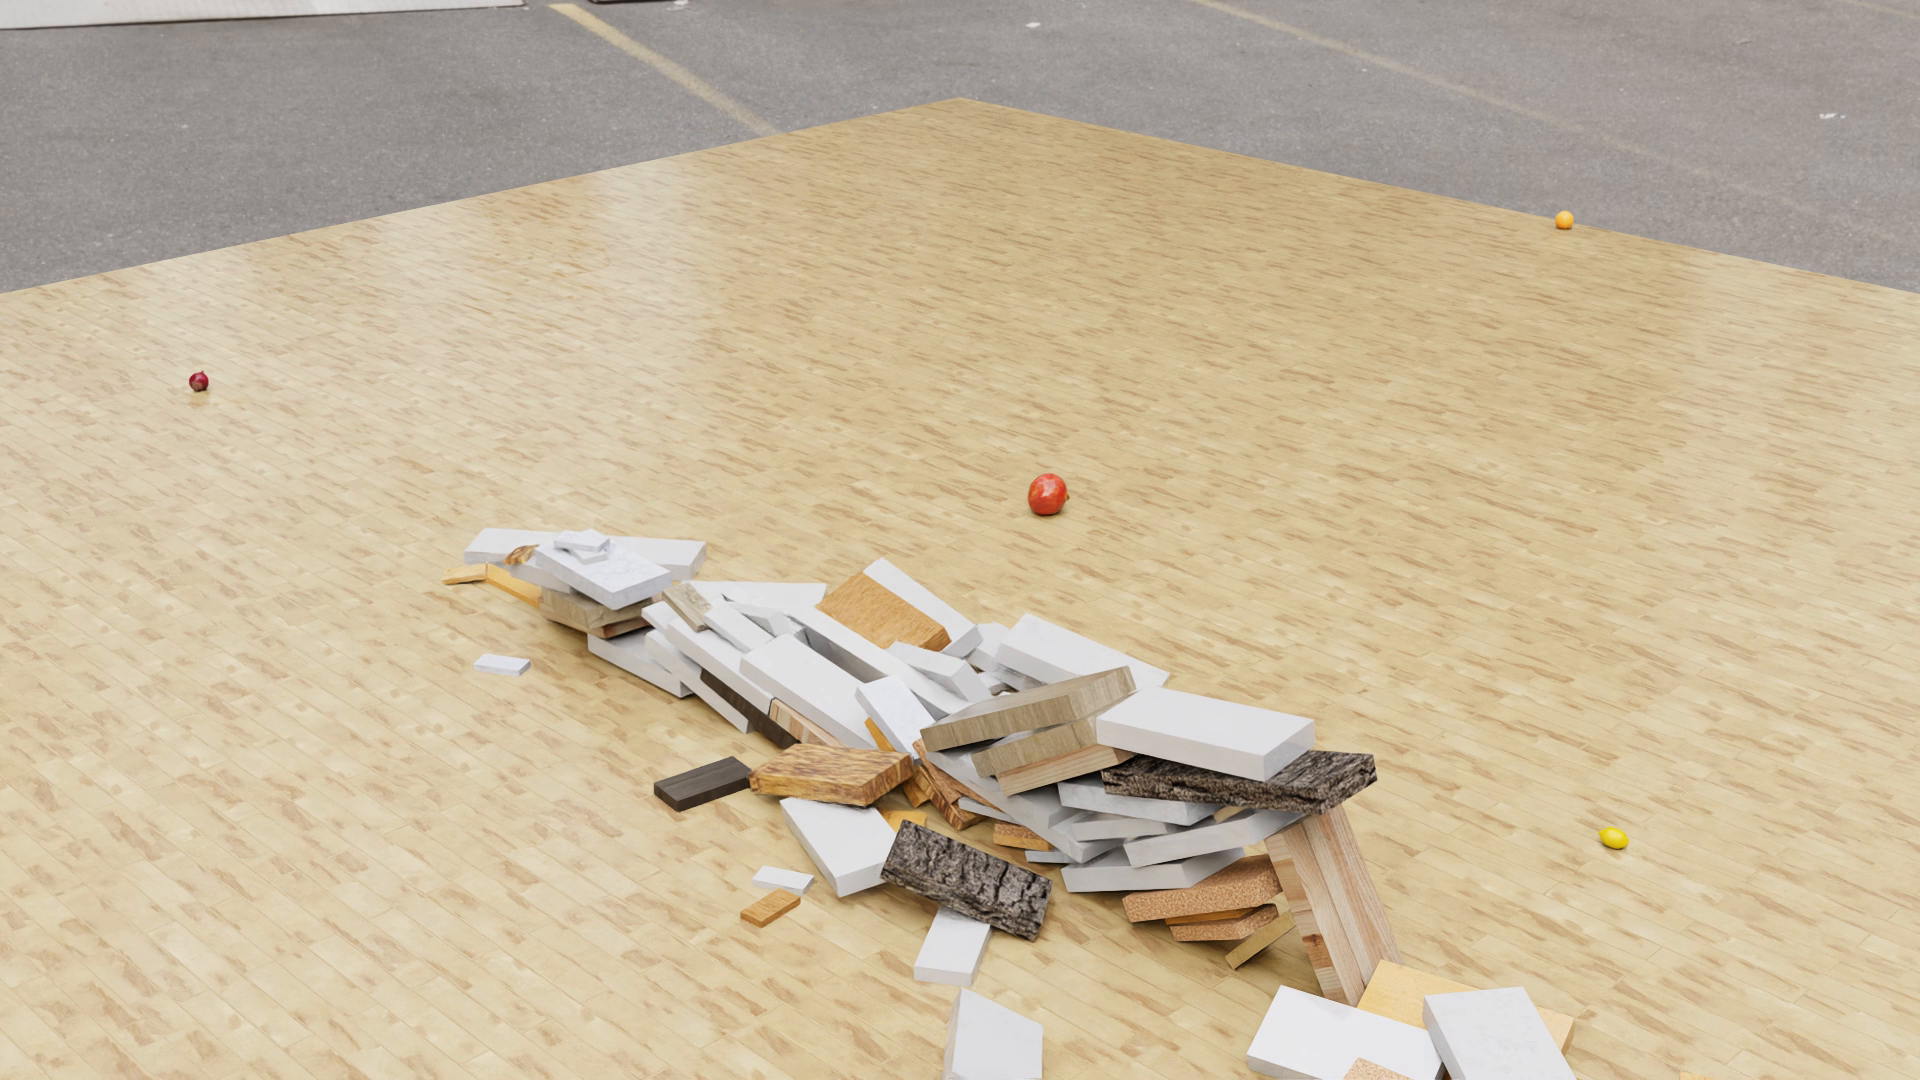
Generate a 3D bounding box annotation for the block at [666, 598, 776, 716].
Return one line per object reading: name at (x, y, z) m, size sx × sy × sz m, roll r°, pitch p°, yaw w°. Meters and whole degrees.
block at (-0.474, 0.252, 4.801) m, size 0.317 × 0.045 × 0.158 m, roll 34°, pitch 38°, yaw 26°

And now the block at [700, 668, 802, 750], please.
block at (-0.399, 0.345, 4.775) m, size 0.317 × 0.045 × 0.158 m, roll 36°, pitch 39°, yaw 29°

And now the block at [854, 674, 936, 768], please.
block at (-0.115, 0.369, 4.499) m, size 0.104 × 0.029 × 0.208 m, roll -16°, pitch 53°, yaw -38°

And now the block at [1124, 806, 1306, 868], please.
block at (0.460, 0.516, 3.939) m, size 0.162 × 0.046 × 0.324 m, roll -21°, pitch -1°, yaw -40°

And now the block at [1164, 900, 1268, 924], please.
block at (0.469, 0.663, 4.010) m, size 0.098 × 0.028 × 0.196 m, roll -21°, pitch 1°, yaw -38°

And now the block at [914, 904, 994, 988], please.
block at (-0.008, 0.735, 3.992) m, size 0.104 × 0.030 × 0.209 m, roll 5°, pitch 24°, yaw 12°

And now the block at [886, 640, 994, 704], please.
block at (-0.032, 0.315, 4.680) m, size 0.049 × 0.174 × 0.347 m, roll -43°, pitch 21°, yaw -17°

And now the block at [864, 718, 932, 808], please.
block at (-0.100, 0.440, 4.519) m, size 0.104 × 0.029 × 0.208 m, roll -19°, pitch 71°, yaw -39°

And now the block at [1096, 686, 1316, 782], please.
block at (0.430, 0.337, 3.868) m, size 0.343 × 0.049 × 0.171 m, roll 10°, pitch 23°, yaw 37°

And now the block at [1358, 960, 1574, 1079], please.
block at (0.837, 0.828, 3.689) m, size 0.338 × 0.048 × 0.169 m, roll 13°, pitch 43°, yaw 28°

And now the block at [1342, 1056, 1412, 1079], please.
block at (0.726, 0.928, 3.440) m, size 0.301 × 0.043 × 0.150 m, roll 17°, pitch 39°, yaw 32°

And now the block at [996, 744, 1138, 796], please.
block at (0.233, 0.399, 4.106) m, size 0.166 × 0.047 × 0.331 m, roll -22°, pitch -1°, yaw -41°

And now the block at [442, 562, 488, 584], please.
block at (-1.242, 0.085, 5.515) m, size 0.108 × 0.015 × 0.054 m, roll -9°, pitch 30°, yaw -1°

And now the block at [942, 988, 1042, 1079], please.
block at (0.054, 0.840, 3.565) m, size 0.153 × 0.043 × 0.306 m, roll 26°, pitch 13°, yaw -3°

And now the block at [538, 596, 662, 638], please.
block at (-0.844, 0.160, 5.193) m, size 0.170 × 0.048 × 0.340 m, roll -18°, pitch 17°, yaw -32°

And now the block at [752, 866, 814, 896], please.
block at (-0.338, 0.652, 4.206) m, size 0.107 × 0.015 × 0.054 m, roll 8°, pitch 24°, yaw 19°

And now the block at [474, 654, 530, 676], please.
block at (-1.054, 0.288, 5.061) m, size 0.116 × 0.016 × 0.058 m, roll 7°, pitch 24°, yaw 15°

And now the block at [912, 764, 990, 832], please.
block at (-0.024, 0.490, 4.453) m, size 0.104 × 0.029 × 0.208 m, roll -19°, pitch 55°, yaw -39°

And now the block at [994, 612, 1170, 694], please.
block at (0.274, 0.283, 4.903) m, size 0.356 × 0.050 × 0.178 m, roll 23°, pitch 26°, yaw 12°

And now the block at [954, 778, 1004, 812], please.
block at (0.062, 0.496, 4.355) m, size 0.072 × 0.021 × 0.145 m, roll -18°, pitch 26°, yaw -37°

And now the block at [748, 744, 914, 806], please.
block at (-0.262, 0.472, 4.445) m, size 0.309 × 0.044 × 0.154 m, roll 1°, pitch 20°, yaw 39°

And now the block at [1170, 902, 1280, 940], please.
block at (0.477, 0.690, 3.972) m, size 0.098 × 0.028 × 0.196 m, roll -21°, pitch 1°, yaw -32°

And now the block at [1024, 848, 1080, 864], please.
block at (0.206, 0.599, 4.250) m, size 0.077 × 0.022 × 0.153 m, roll -21°, pitch 9°, yaw -41°

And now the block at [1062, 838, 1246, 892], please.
block at (0.358, 0.603, 4.109) m, size 0.162 × 0.046 × 0.324 m, roll -21°, pitch 5°, yaw -40°

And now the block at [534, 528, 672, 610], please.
block at (-0.823, 0.065, 5.053) m, size 0.158 × 0.045 × 0.317 m, roll -22°, pitch 33°, yaw -38°

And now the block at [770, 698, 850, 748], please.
block at (-0.236, 0.412, 4.641) m, size 0.317 × 0.045 × 0.158 m, roll 34°, pitch 38°, yaw 32°

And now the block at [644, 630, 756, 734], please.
block at (-0.525, 0.289, 4.892) m, size 0.340 × 0.048 × 0.170 m, roll 36°, pitch 39°, yaw 28°

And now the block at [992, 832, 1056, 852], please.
block at (0.145, 0.579, 4.312) m, size 0.077 × 0.022 × 0.153 m, roll -21°, pitch 14°, yaw -40°

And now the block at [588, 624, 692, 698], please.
block at (-0.683, 0.258, 5.051) m, size 0.340 × 0.048 × 0.170 m, roll 21°, pitch 31°, yaw 40°

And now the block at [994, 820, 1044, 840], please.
block at (0.149, 0.557, 4.302) m, size 0.153 × 0.022 × 0.077 m, roll -1°, pitch 15°, yaw 45°

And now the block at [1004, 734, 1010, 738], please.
block at (0.177, 0.425, 4.638) m, size 0.191 × 0.095 × 0.027 m, roll 15°, pitch 27°, yaw 32°

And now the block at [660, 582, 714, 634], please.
block at (-0.590, 0.149, 4.848) m, size 0.071 × 0.020 × 0.141 m, roll -17°, pitch 45°, yaw -38°

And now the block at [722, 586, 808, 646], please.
block at (-0.438, 0.221, 5.050) m, size 0.041 × 0.143 × 0.286 m, roll -29°, pitch 35°, yaw -27°

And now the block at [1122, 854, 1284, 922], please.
block at (0.464, 0.626, 3.983) m, size 0.162 × 0.046 × 0.324 m, roll -21°, pitch 1°, yaw -42°

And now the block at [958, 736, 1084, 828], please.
block at (0.125, 0.468, 4.257) m, size 0.122 × 0.034 × 0.243 m, roll -21°, pitch 37°, yaw -40°

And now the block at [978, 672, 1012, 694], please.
block at (0.076, 0.318, 4.959) m, size 0.069 × 0.020 × 0.139 m, roll 19°, pitch 21°, yaw 38°
